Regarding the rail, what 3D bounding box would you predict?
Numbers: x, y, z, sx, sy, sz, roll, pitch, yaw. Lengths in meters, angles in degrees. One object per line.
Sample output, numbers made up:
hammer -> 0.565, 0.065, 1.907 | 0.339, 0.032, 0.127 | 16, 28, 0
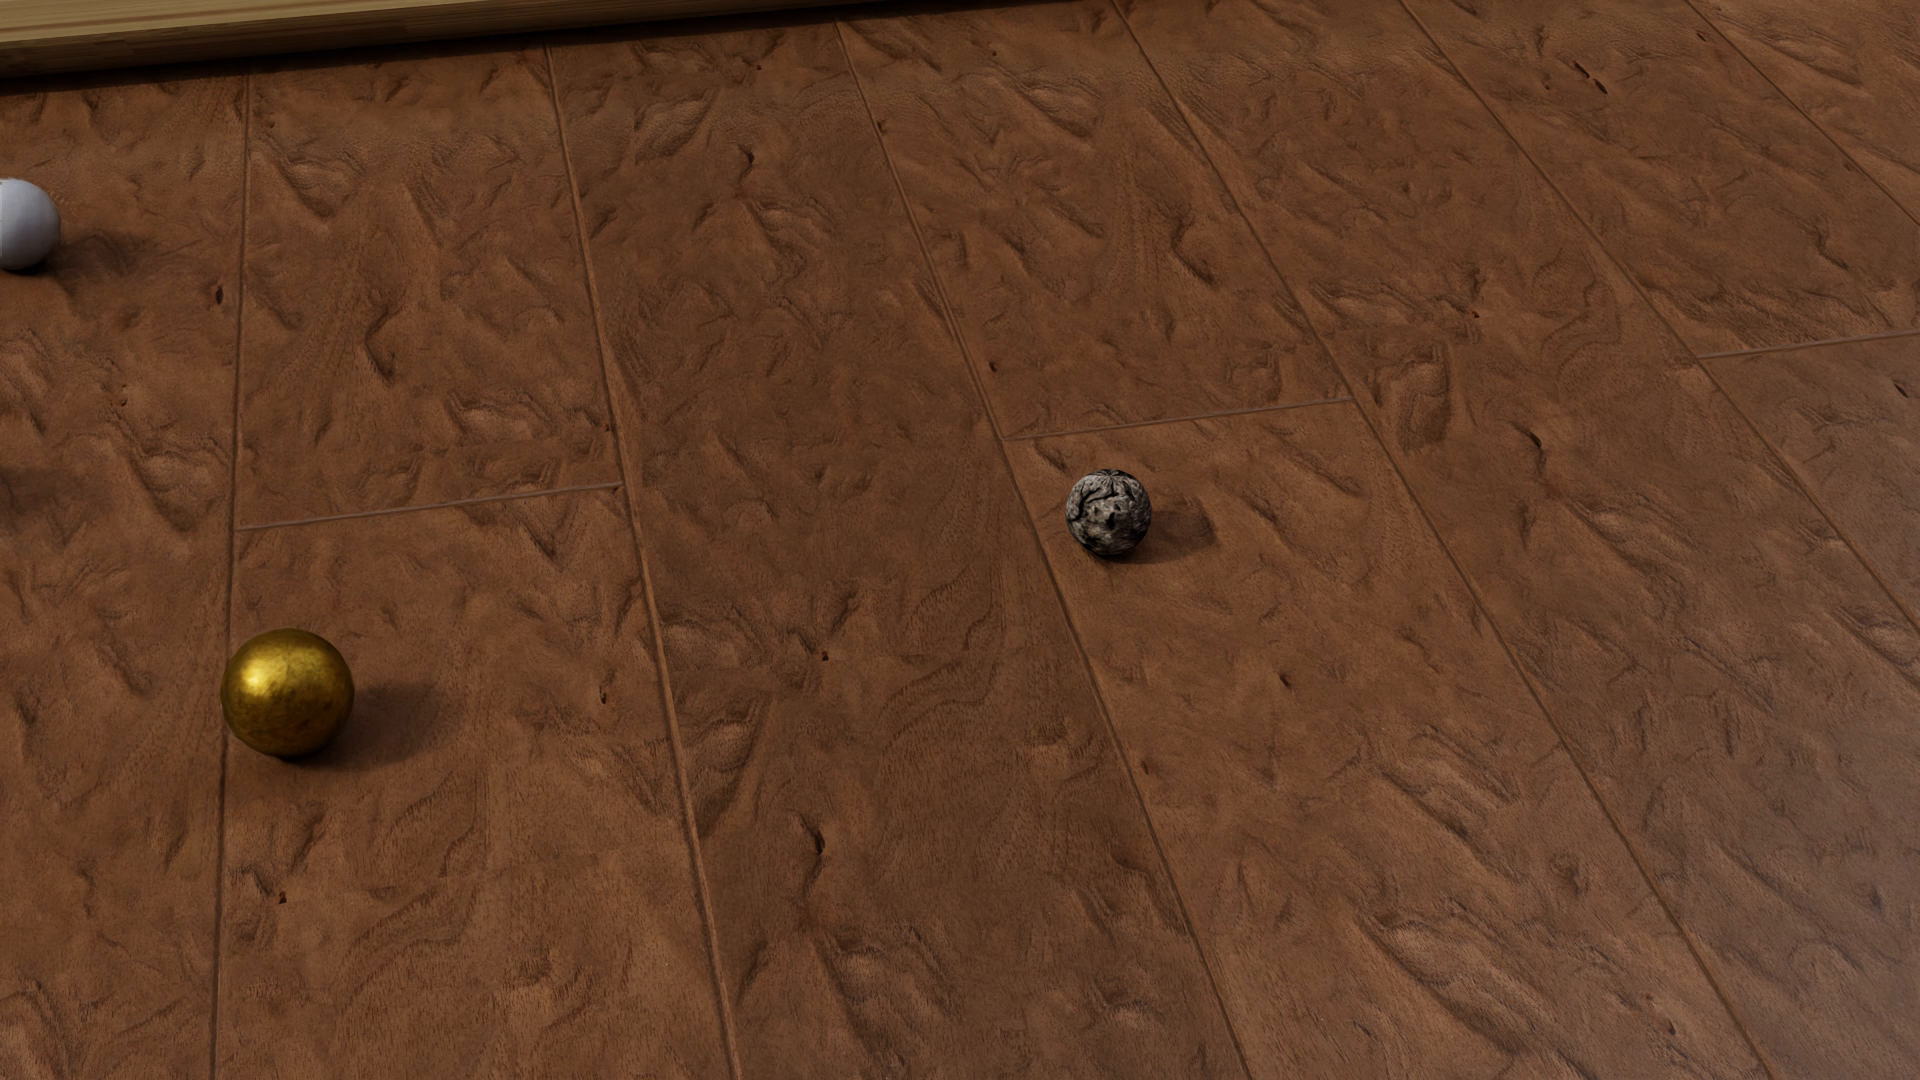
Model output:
rail -> 0.583, -0.586, 2.345 | 3.077, 0.095, 0.045 | -7, 37, -10

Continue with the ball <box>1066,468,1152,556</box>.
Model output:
ball -> 0.093, -0.017, 1.603 | 0.054, 0.054, 0.054 | 0, 36, 0

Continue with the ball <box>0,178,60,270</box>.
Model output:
ball -> -0.697, -0.232, 1.886 | 0.067, 0.067, 0.067 | 0, 36, 0

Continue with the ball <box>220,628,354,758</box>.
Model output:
ball -> -0.379, 0.086, 1.446 | 0.073, 0.073, 0.073 | 0, 36, 0
